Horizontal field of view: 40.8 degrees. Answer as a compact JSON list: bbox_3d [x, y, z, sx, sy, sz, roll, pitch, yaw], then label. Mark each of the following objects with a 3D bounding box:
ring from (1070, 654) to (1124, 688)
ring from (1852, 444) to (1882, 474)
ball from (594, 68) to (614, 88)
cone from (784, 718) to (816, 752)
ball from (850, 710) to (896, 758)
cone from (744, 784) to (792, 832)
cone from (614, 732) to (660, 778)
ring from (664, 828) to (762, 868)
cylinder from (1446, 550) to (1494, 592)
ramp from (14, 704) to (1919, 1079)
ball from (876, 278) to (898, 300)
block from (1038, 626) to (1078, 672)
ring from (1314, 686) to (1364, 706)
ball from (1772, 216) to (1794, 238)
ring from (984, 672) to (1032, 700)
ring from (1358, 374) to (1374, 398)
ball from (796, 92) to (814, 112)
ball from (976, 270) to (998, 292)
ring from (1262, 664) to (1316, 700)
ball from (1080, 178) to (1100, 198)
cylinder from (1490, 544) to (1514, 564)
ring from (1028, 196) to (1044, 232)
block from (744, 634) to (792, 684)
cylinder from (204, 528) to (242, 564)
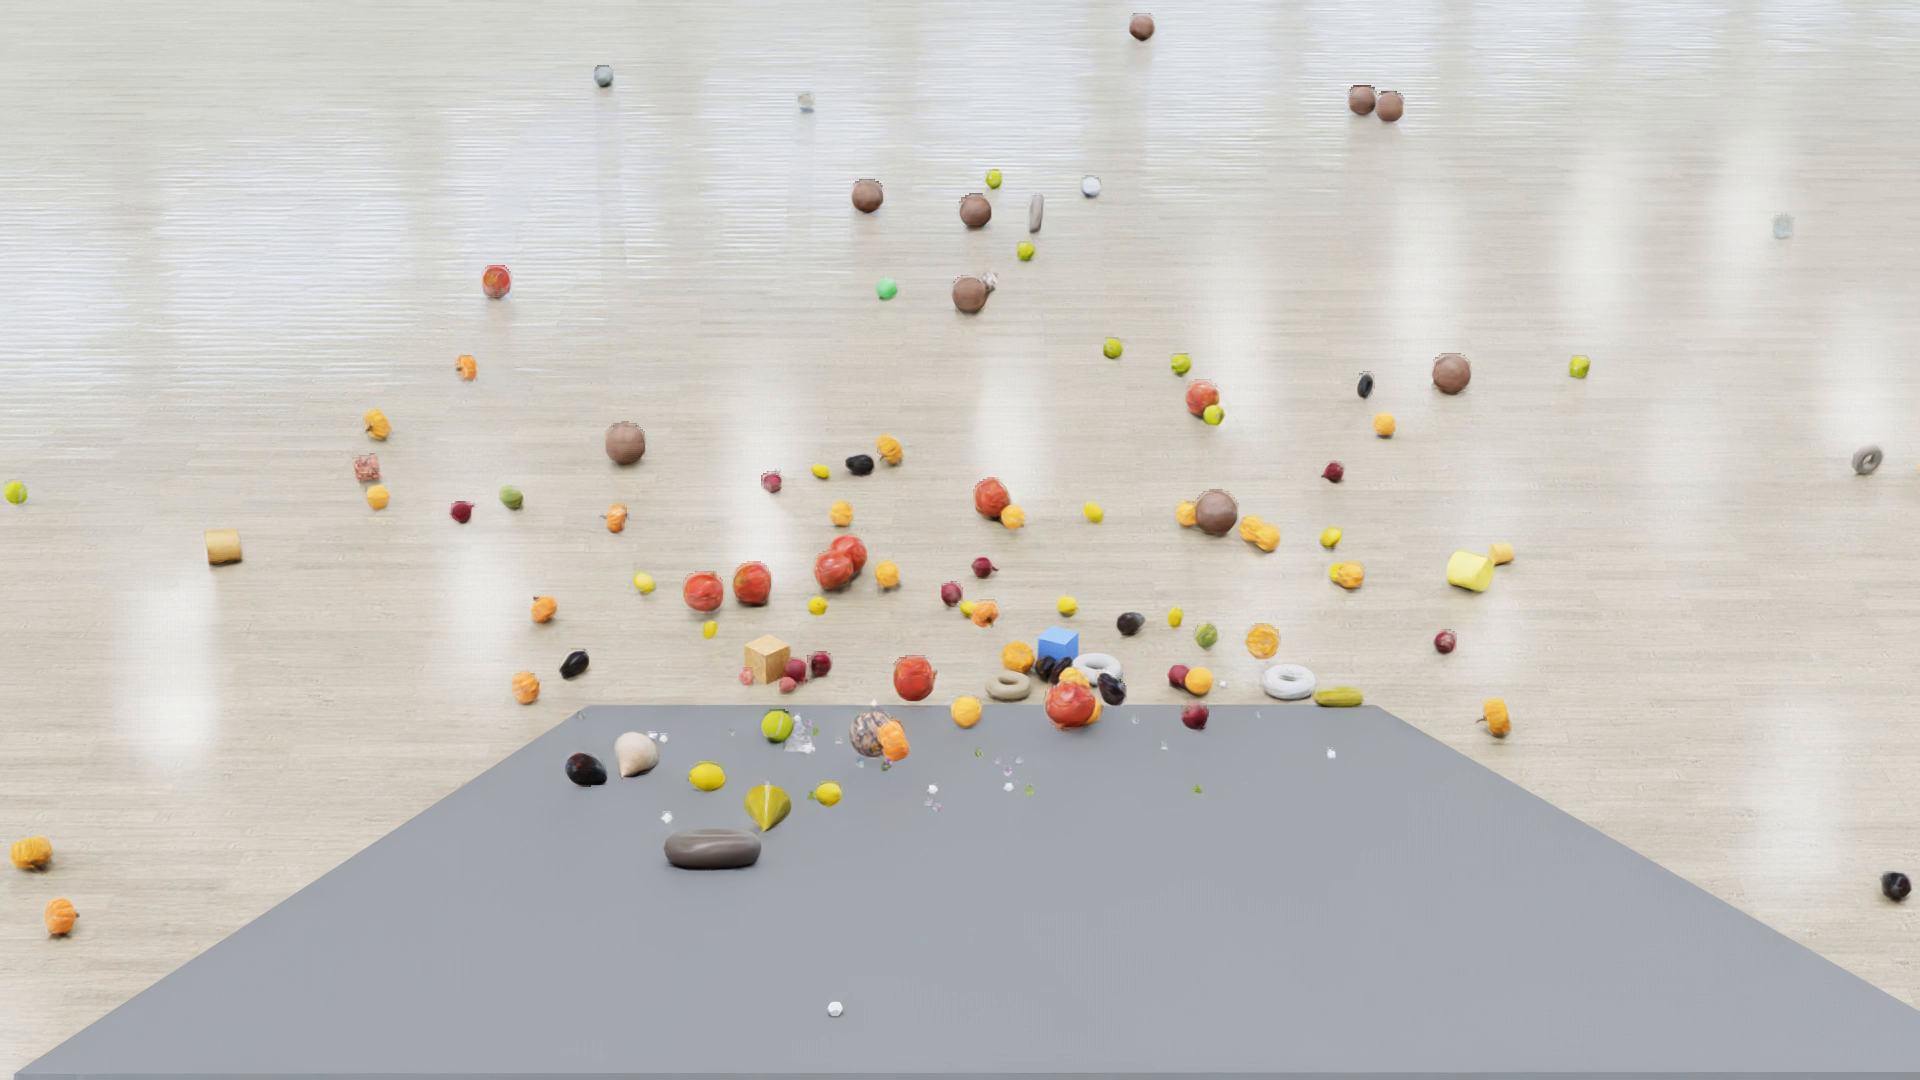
[{"bbox_3d":[0.363,0.347,6.870,0.144,0.048,0.144,1,25,-1],"label":"ring"},{"bbox_3d":[2.839,-0.253,8.069,0.101,0.101,0.034,-7,35,-14],"label":"ring"},{"bbox_3d":[-1.674,-2.174,12.116,0.091,0.091,0.091,0,25,0],"label":"ball"},{"bbox_3d":[-0.343,0.413,5.510,0.071,0.071,0.071,0,2,0],"label":"cone"},{"bbox_3d":[-0.177,0.393,5.218,0.094,0.094,0.094,0,25,0],"label":"ball"},{"bbox_3d":[-0.323,0.464,4.295,0.080,0.080,0.080,0,28,0],"label":"cone"},{"bbox_3d":[-0.647,0.440,5.041,0.094,0.094,0.094,5,30,11],"label":"cone"},{"bbox_3d":[-0.376,0.468,3.920,0.148,0.049,0.148,1,0,0],"label":"ring"},{"bbox_3d":[1.454,0.089,7.350,0.098,0.098,0.098,17,30,32],"label":"cylinder"},{"bbox_3d":[0.058,0.524,4.562,2.000,0.100,4.000,0,2,0],"label":"ramp"},{"bbox_3d":[-0.270,-0.927,9.512,0.077,0.077,0.077,0,25,0],"label":"ball"},{"bbox_3d":[0.264,0.293,6.942,0.082,0.082,0.082,13,28,25],"label":"block"},{"bbox_3d":[0.960,0.398,6.542,0.128,0.043,0.128,0,3,0],"label":"ring"},{"bbox_3d":[3.240,-1.232,10.146,0.083,0.083,0.083,0,25,0],"label":"ball"},{"bbox_3d":[0.127,0.384,6.799,0.123,0.041,0.123,1,25,-1],"label":"ring"},{"bbox_3d":[1.357,-0.515,8.633,0.028,0.084,0.084,17,30,29],"label":"ring"},{"bbox_3d":[-0.704,-1.994,11.746,0.085,0.085,0.085,0,25,0],"label":"ball"},{"bbox_3d":[0.098,-0.963,9.581,0.083,0.083,0.083,0,25,0],"label":"ball"},{"bbox_3d":[0.869,0.375,6.812,0.145,0.048,0.145,-1,26,0],"label":"ring"},{"bbox_3d":[0.537,-1.447,10.599,0.082,0.082,0.082,0,25,0],"label":"ball"},{"bbox_3d":[1.577,0.039,7.510,0.052,0.052,0.052,-6,26,-13],"label":"cylinder"},{"bbox_3d":[0.300,-1.285,10.174,0.047,0.142,0.142,6,25,-4],"label":"ring"},{"bbox_3d":[-0.514,0.319,6.883,0.087,0.087,0.087,-23,34,-39],"label":"block"},{"bbox_3d":[-2.146,0.019,7.506,0.091,0.091,0.091,-9,27,-18],"label":"cylinder"}]
